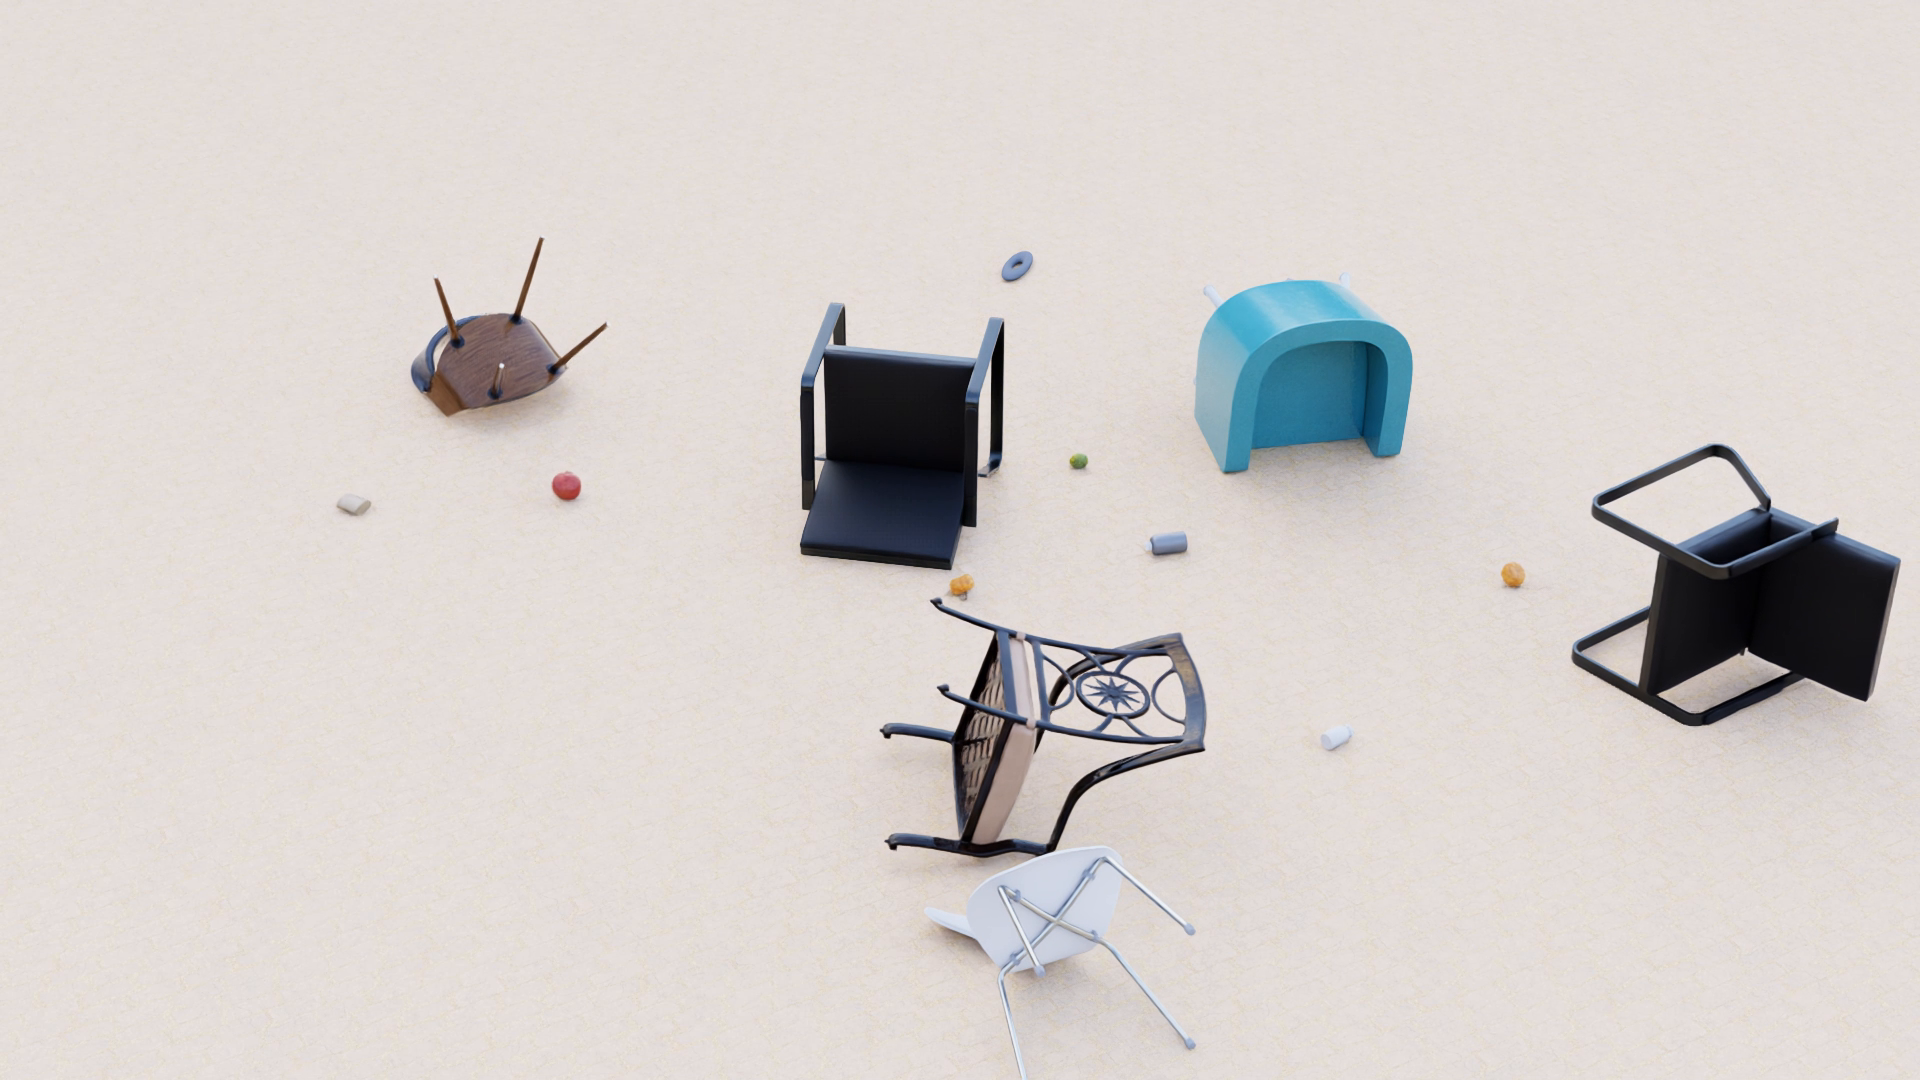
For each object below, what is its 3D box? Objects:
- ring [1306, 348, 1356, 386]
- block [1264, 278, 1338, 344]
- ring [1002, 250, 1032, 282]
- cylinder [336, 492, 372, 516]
[{"bbox_3d":[1.510,-0.706,11.933,0.286,0.093,0.118,-29,41,-35],"label":"ring"},{"bbox_3d":[1.421,-0.956,12.249,0.239,0.161,0.173,24,40,31],"label":"block"},{"bbox_3d":[0.248,-1.188,12.713,0.108,0.039,0.264,12,36,18],"label":"ring"},{"bbox_3d":[-2.297,-0.136,11.112,0.098,0.042,0.091,25,35,18],"label":"cylinder"}]
